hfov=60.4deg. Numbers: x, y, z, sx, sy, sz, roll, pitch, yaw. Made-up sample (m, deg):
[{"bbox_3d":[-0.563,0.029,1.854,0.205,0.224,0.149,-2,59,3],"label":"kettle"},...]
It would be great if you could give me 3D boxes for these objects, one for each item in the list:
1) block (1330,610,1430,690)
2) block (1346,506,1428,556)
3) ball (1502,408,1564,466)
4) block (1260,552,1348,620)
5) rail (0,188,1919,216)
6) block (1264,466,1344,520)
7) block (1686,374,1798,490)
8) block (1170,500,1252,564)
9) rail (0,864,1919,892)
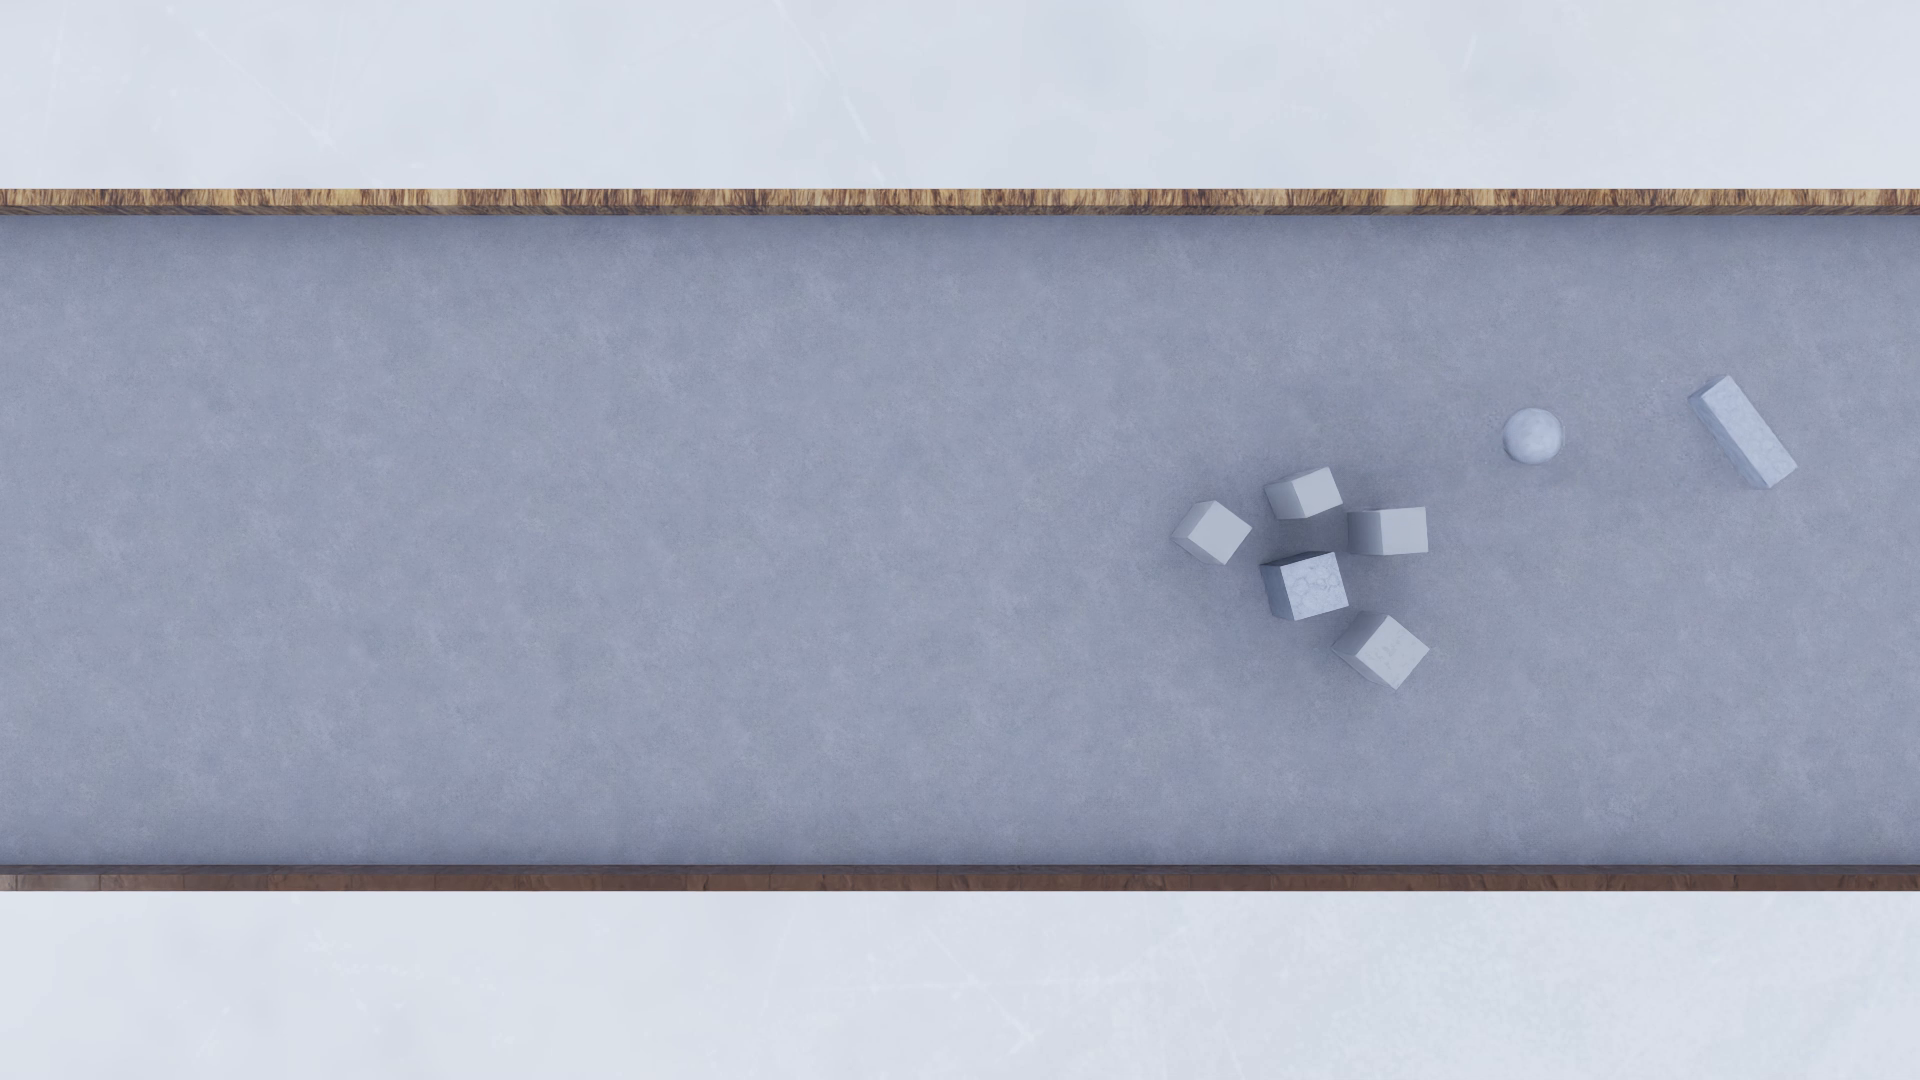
[{"bbox_3d":[1.248,0.325,4.917,0.153,0.320,0.153,40,90,0],"label":"block"},{"bbox_3d":[1.260,-0.026,4.877,0.128,0.399,0.128,-4,90,0],"label":"block"},{"bbox_3d":[1.732,-0.313,4.989,0.175,0.175,0.175,0,90,0],"label":"ball"},{"bbox_3d":[1.020,0.133,4.912,0.161,0.329,0.161,-16,90,0],"label":"block"},{"bbox_3d":[-2.247,-1.025,5.002,12.000,0.150,0.050,0,90,0],"label":"rail"},{"bbox_3d":[1.006,-0.135,4.860,0.112,0.433,0.112,-22,90,0],"label":"block"},{"bbox_3d":[2.379,-0.327,5.023,0.107,0.107,0.347,-37,90,0],"label":"block"},{"bbox_3d":[0.736,-0.021,4.872,0.131,0.409,0.131,36,90,0],"label":"block"},{"bbox_3d":[-2.247,1.025,5.001,12.000,0.150,0.050,0,90,0],"label":"rail"}]
